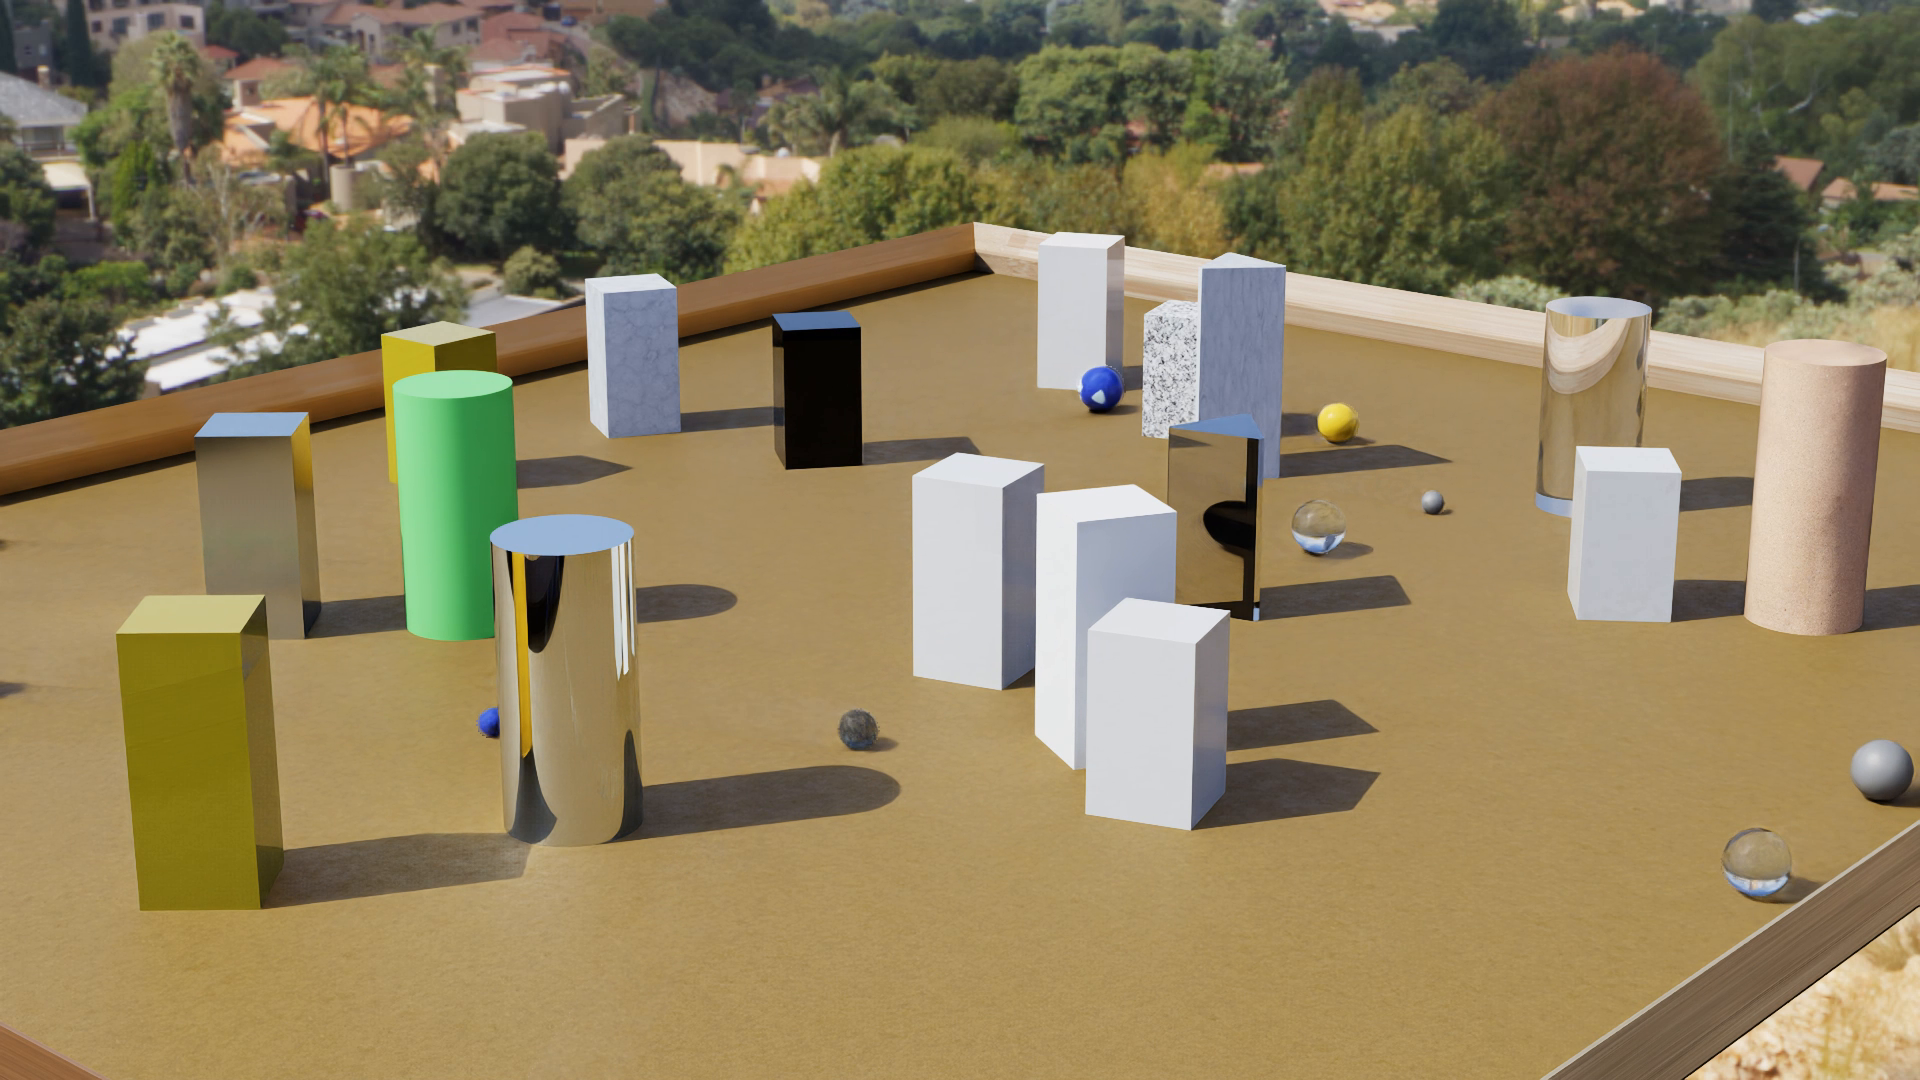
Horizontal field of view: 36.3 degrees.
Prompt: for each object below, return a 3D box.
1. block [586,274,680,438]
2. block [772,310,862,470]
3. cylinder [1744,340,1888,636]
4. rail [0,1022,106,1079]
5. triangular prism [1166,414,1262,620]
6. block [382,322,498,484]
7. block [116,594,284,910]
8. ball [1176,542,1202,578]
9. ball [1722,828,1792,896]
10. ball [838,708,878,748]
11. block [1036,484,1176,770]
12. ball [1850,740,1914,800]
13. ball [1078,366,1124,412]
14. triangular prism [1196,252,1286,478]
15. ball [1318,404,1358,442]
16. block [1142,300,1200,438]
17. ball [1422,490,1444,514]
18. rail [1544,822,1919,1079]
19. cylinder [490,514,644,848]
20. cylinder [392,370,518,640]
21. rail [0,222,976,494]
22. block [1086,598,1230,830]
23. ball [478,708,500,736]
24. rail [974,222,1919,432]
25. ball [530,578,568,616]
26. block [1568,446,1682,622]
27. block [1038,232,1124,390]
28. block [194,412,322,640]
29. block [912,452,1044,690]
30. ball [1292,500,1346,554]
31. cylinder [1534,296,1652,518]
[{"bbox_3d":[-0.692,-0.391,6.208,0.157,0.311,0.157,-6,18,-20],"label":"block"},{"bbox_3d":[-0.291,-0.306,5.968,0.157,0.288,0.157,-3,17,-11],"label":"block"},{"bbox_3d":[1.441,-0.090,4.945,0.196,0.464,0.196,0,17,0],"label":"cylinder"},{"bbox_3d":[-1.404,0.499,3.571,3.665,0.128,0.045,14,22,39],"label":"rail"},{"bbox_3d":[0.464,-0.046,5.047,0.170,0.321,0.147,9,19,26],"label":"triangular prism"},{"bbox_3d":[-1.024,-0.262,5.801,0.157,0.300,0.157,14,21,38],"label":"block"},{"bbox_3d":[-0.997,0.279,3.861,0.157,0.383,0.157,0,17,-1],"label":"block"},{"bbox_3d":[0.400,0.037,5.219,0.063,0.063,0.063,0,17,0],"label":"ball"},{"bbox_3d":[1.055,0.426,3.881,0.090,0.090,0.090,0,17,0],"label":"ball"},{"bbox_3d":[-0.154,0.284,4.406,0.060,0.060,0.060,0,17,0],"label":"ball"},{"bbox_3d":[0.215,0.128,4.366,0.157,0.381,0.157,-6,18,-19],"label":"block"},{"bbox_3d":[1.322,0.330,4.205,0.087,0.087,0.087,0,17,0],"label":"ball"},{"bbox_3d":[0.306,-0.328,6.371,0.097,0.097,0.097,0,17,0],"label":"ball"},{"bbox_3d":[0.546,-0.349,5.864,0.170,0.429,0.147,-2,17,-5],"label":"triangular prism"},{"bbox_3d":[0.787,-0.244,6.118,0.082,0.082,0.082,0,17,0],"label":"ball"},{"bbox_3d":[0.487,-0.356,6.179,0.157,0.262,0.157,7,18,22],"label":"block"},{"bbox_3d":[0.906,-0.073,5.615,0.045,0.045,0.045,0,17,0],"label":"ball"},{"bbox_3d":[1.366,0.374,3.984,0.045,0.128,4.332,14,22,39],"label":"rail"},{"bbox_3d":[-0.545,0.194,4.077,0.196,0.421,0.196,0,17,0],"label":"cylinder"},{"bbox_3d":[-0.842,-0.059,4.926,0.196,0.416,0.196,0,17,0],"label":"cylinder"},{"bbox_3d":[-1.366,-0.310,6.256,0.045,0.128,4.332,14,22,39],"label":"rail"},{"bbox_3d":[0.281,0.245,4.161,0.157,0.276,0.157,7,18,22],"label":"block"},{"bbox_3d":[-0.710,0.277,4.457,0.043,0.043,0.043,0,17,0],"label":"ball"},{"bbox_3d":[1.404,-0.435,6.669,3.665,0.128,0.045,14,22,39],"label":"rail"},{"bbox_3d":[-0.703,0.099,5.011,0.065,0.065,0.065,0,17,0],"label":"ball"},{"bbox_3d":[1.137,-0.011,5.028,0.157,0.265,0.157,1,17,5],"label":"block"},{"bbox_3d":[0.272,-0.513,6.591,0.157,0.325,0.157,5,18,17],"label":"block"},{"bbox_3d":[-1.176,-0.024,4.921,0.157,0.351,0.157,0,17,-2],"label":"block"},{"bbox_3d":[0.030,0.048,4.710,0.157,0.335,0.157,8,19,25],"label":"block"},{"bbox_3d":[0.656,-0.024,5.363,0.098,0.098,0.098,0,17,0],"label":"ball"},{"bbox_3d":[1.212,-0.254,5.618,0.196,0.390,0.196,0,17,0],"label":"cylinder"}]
